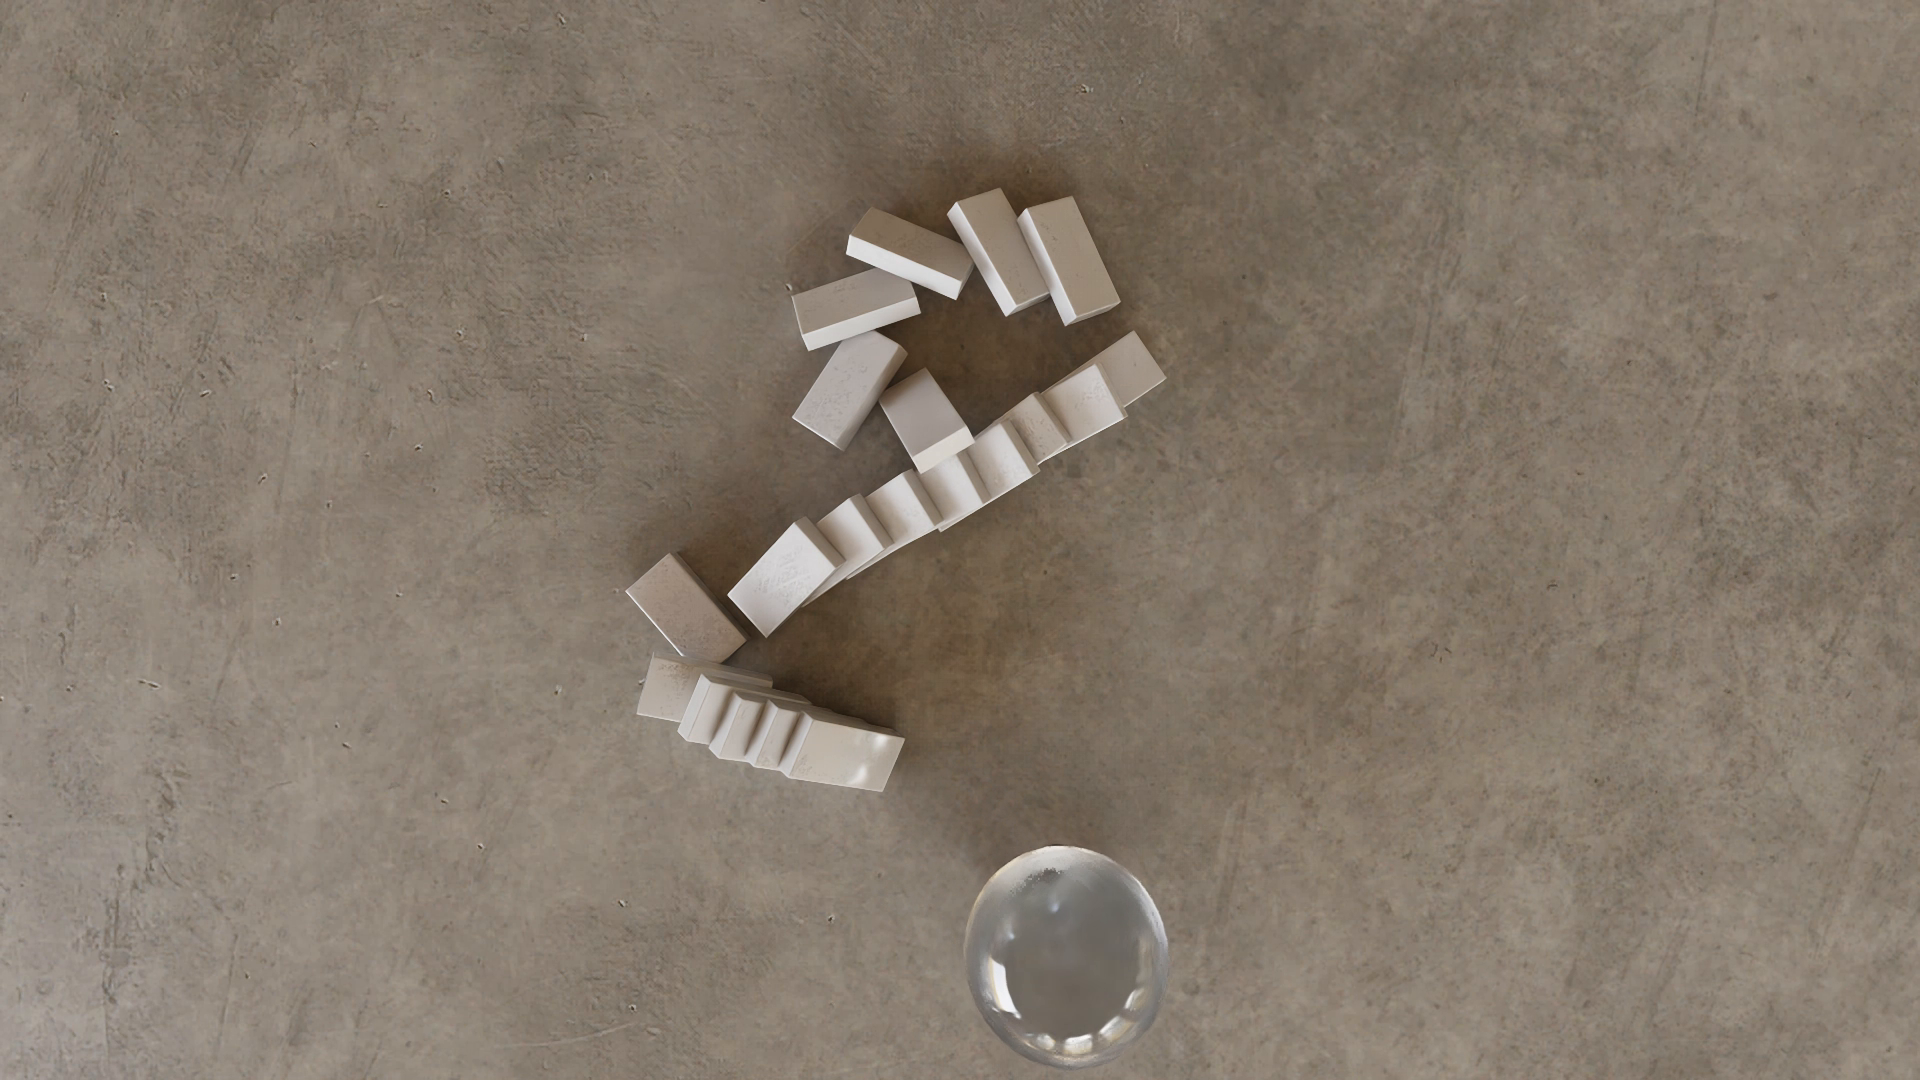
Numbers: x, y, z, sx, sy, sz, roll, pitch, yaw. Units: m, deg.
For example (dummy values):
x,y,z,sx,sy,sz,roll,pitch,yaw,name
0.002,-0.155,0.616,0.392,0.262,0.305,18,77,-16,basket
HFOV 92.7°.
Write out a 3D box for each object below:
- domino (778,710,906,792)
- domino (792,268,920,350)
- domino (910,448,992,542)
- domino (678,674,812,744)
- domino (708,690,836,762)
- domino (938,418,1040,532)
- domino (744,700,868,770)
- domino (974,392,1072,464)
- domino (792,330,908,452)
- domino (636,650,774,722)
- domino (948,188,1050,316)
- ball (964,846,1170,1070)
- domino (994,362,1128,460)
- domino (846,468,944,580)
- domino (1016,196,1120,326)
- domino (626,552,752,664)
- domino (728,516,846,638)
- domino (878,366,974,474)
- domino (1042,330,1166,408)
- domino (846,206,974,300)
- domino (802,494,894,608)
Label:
x,y,z,sx,sy,sz,roll,pitch,yaw,name
-0.048,0.088,0.380,0.050,0.010,0.025,23,90,-42,domino
-0.044,-0.100,0.389,0.050,0.009,0.025,-19,57,0,domino
-0.014,-0.017,0.383,0.050,0.010,0.025,-27,94,29,domino
-0.088,0.073,0.380,0.050,0.009,0.025,23,90,-42,domino
-0.076,0.080,0.380,0.050,0.009,0.025,22,91,-42,domino
0.006,-0.026,0.382,0.050,0.009,0.025,-31,92,29,domino
-0.062,0.084,0.380,0.050,0.009,0.025,23,90,-42,domino
0.019,-0.037,0.386,0.050,0.009,0.025,-35,90,24,domino
-0.047,-0.066,0.391,0.025,0.010,0.050,33,90,22,domino
-0.107,0.065,0.386,0.050,0.010,0.025,16,95,-20,domino
0.018,-0.123,0.390,0.025,0.010,0.050,-30,90,-30,domino
0.041,0.162,0.360,0.080,0.080,0.080,0,90,0,ball
0.042,-0.051,0.385,0.050,0.009,0.025,-27,93,23,domino
-0.034,-0.006,0.384,0.050,0.009,0.025,-31,92,28,domino
0.046,-0.119,0.390,0.025,0.009,0.050,-25,90,-26,domino
-0.117,0.032,0.395,0.025,0.009,0.050,-41,90,0,domino
-0.073,0.016,0.384,0.025,0.009,0.050,48,116,1,domino
-0.015,-0.050,0.379,0.025,0.050,0.010,-30,134,0,domino
0.061,-0.065,0.395,0.050,0.010,0.025,-34,90,0,domino
-0.020,-0.122,0.388,0.050,0.010,0.025,23,50,0,domino
-0.054,0.005,0.385,0.050,0.010,0.025,-34,90,27,domino
